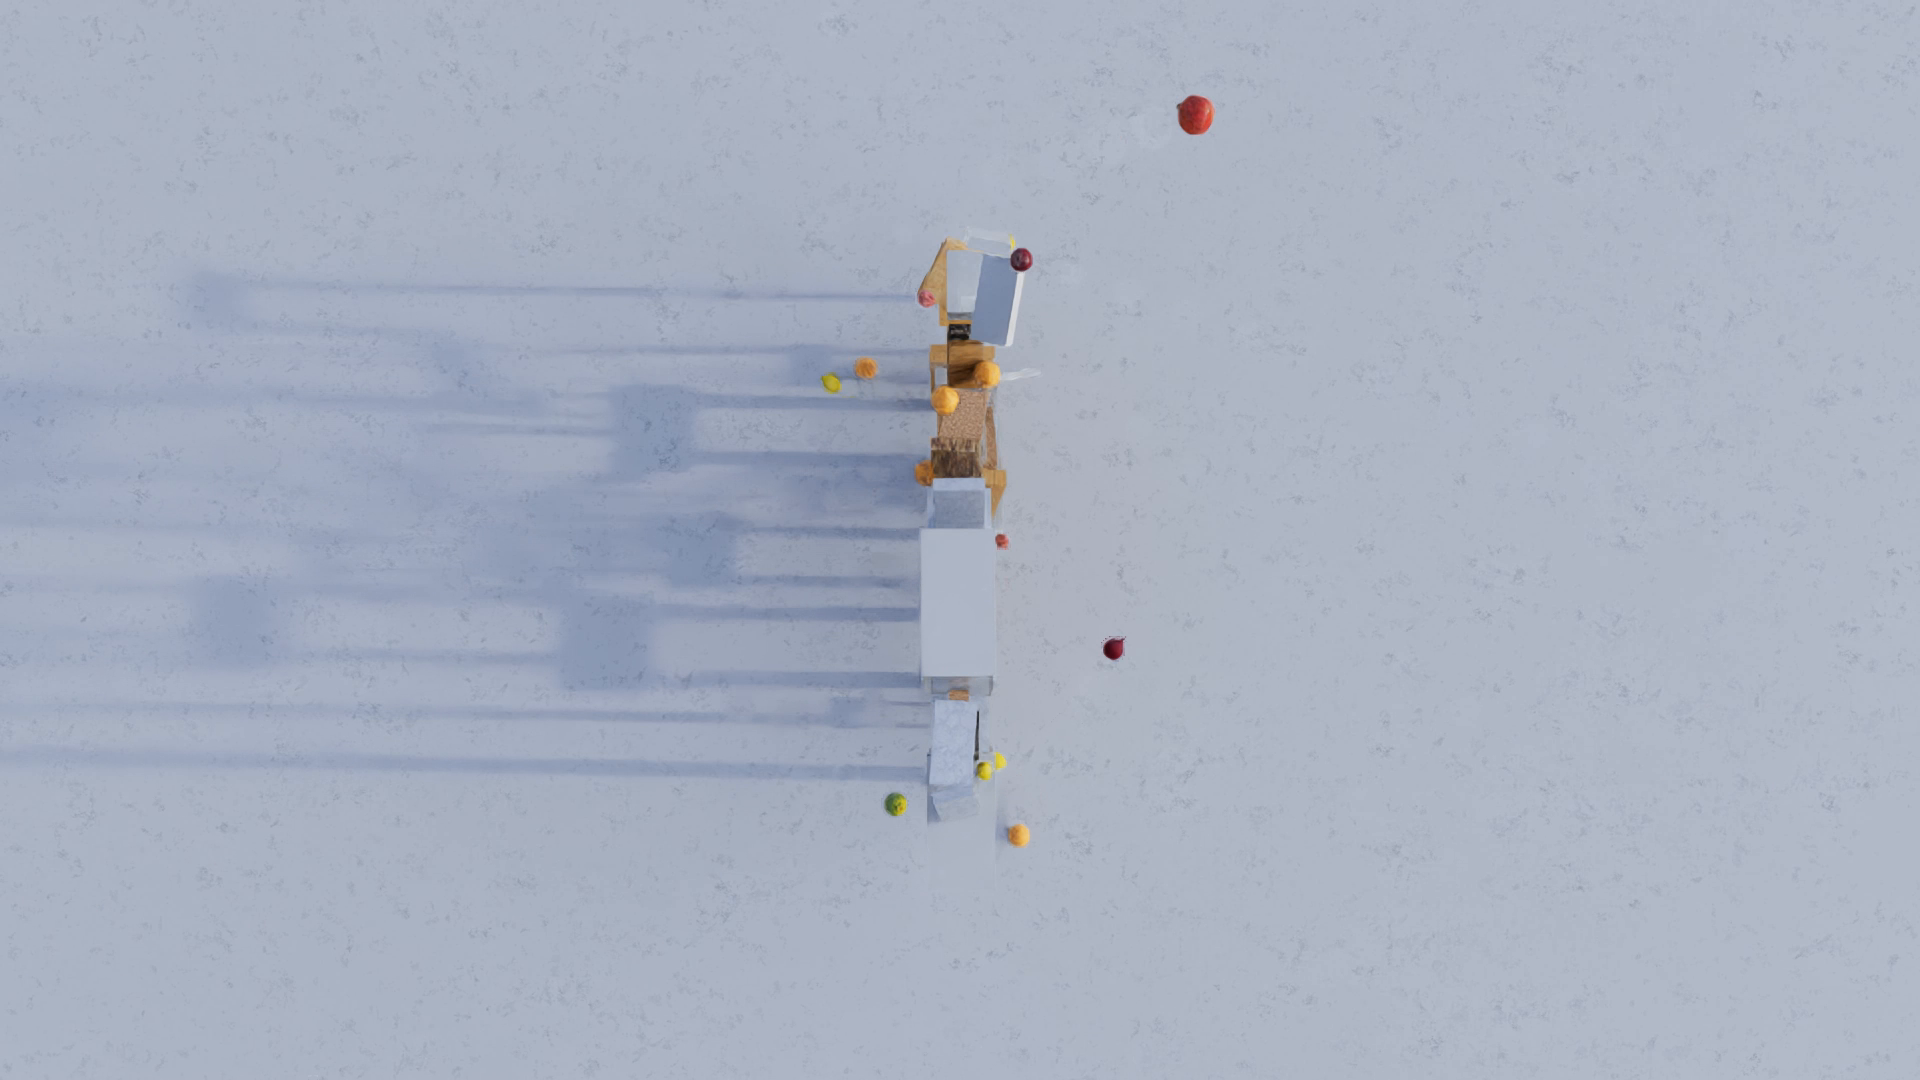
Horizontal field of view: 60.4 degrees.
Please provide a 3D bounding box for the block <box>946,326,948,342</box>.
[{"bbox_3d":[0.003,-0.564,5.014,0.085,0.024,0.170,-1,118,0],"label":"block"}]

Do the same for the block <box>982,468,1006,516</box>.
[{"bbox_3d":[0.031,-0.128,4.645,0.156,0.311,0.044,3,73,-6],"label":"block"}]

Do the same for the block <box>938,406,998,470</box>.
[{"bbox_3d":[0.020,-0.286,4.671,0.156,0.311,0.044,1,123,-3],"label":"block"}]

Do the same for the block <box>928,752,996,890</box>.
[{"bbox_3d":[0.004,0.703,4.124,0.168,0.048,0.337,0,90,0],"label":"block"}]

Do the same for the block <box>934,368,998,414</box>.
[{"bbox_3d":[0.018,-0.431,4.793,0.178,0.356,0.050,1,81,0],"label":"block"}]

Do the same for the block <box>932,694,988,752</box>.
[{"bbox_3d":[0.002,0.411,4.176,0.142,0.040,0.283,0,90,0],"label":"block"}]

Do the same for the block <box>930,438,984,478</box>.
[{"bbox_3d":[-0.005,-0.184,4.272,0.123,0.247,0.035,3,63,6],"label":"block"}]

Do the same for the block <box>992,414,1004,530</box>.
[{"bbox_3d":[0.038,-0.202,5.000,0.178,0.050,0.356,-2,113,0],"label":"block"}]

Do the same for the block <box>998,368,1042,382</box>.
[{"bbox_3d":[0.174,-0.541,5.438,0.170,0.085,0.024,-8,94,-13],"label":"block"}]

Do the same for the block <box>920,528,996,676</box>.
[{"bbox_3d":[-0.004,0.143,3.764,0.167,0.047,0.335,-1,85,0],"label":"block"}]

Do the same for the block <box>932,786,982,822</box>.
[{"bbox_3d":[-0.007,0.640,4.003,0.100,0.200,0.028,-14,67,0],"label":"block"}]

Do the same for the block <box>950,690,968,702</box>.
[{"bbox_3d":[-0.002,0.416,4.070,0.046,0.013,0.093,0,93,0],"label":"block"}]

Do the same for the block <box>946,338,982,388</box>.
[{"bbox_3d":[0.013,-0.457,4.424,0.090,0.026,0.181,-8,134,-7],"label":"block"}]

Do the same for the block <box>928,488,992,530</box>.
[{"bbox_3d":[-0.001,0.027,4.176,0.163,0.046,0.327,0,69,0],"label":"block"}]

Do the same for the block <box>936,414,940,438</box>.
[{"bbox_3d":[-0.002,-0.347,5.193,0.143,0.041,0.286,0,90,0],"label":"block"}]

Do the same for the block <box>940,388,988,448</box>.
[{"bbox_3d":[0.005,-0.284,4.354,0.109,0.031,0.219,8,88,5],"label":"block"}]

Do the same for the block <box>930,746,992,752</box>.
[{"bbox_3d":[0.004,0.588,4.316,0.168,0.337,0.048,0,91,0],"label":"block"}]

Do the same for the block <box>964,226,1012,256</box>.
[{"bbox_3d":[0.072,-0.778,4.295,0.111,0.222,0.031,10,106,-4],"label":"block"}]

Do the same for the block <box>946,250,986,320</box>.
[{"bbox_3d":[0.019,-0.692,4.483,0.111,0.031,0.222,1,57,-2],"label":"block"}]

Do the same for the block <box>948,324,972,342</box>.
[{"bbox_3d":[0.010,-0.550,4.689,0.090,0.633,0.026,2,88,-1],"label":"block"}]

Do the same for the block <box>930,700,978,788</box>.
[{"bbox_3d":[-0.015,0.481,3.910,0.100,0.028,0.200,4,84,1],"label":"block"}]

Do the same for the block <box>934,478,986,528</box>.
[{"bbox_3d":[-0.001,-0.085,4.062,0.123,0.247,0.035,0,66,0],"label":"block"}]

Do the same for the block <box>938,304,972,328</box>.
[{"bbox_3d":[-0.010,-0.733,4.923,0.106,0.030,0.212,-2,132,-4],"label":"block"}]

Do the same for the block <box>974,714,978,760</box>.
[{"bbox_3d":[-0.005,0.476,4.018,0.100,0.200,0.028,0,53,0],"label":"block"}]

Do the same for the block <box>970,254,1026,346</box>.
[{"bbox_3d":[0.097,-0.621,4.281,0.111,0.031,0.222,14,100,29],"label":"block"}]

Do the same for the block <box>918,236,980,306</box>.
[{"bbox_3d":[-0.032,-0.777,4.794,0.106,0.030,0.212,18,132,-16],"label":"block"}]

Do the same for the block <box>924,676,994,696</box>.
[{"bbox_3d":[-0.003,0.313,3.966,0.167,0.383,0.047,0,74,0],"label":"block"}]

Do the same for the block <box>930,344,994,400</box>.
[{"bbox_3d":[0.004,-0.484,4.821,0.178,0.484,0.050,2,83,0],"label":"block"}]

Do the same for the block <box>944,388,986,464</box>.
[{"bbox_3d":[0.015,-0.306,4.450,0.109,0.031,0.219,2,126,4],"label":"block"}]
